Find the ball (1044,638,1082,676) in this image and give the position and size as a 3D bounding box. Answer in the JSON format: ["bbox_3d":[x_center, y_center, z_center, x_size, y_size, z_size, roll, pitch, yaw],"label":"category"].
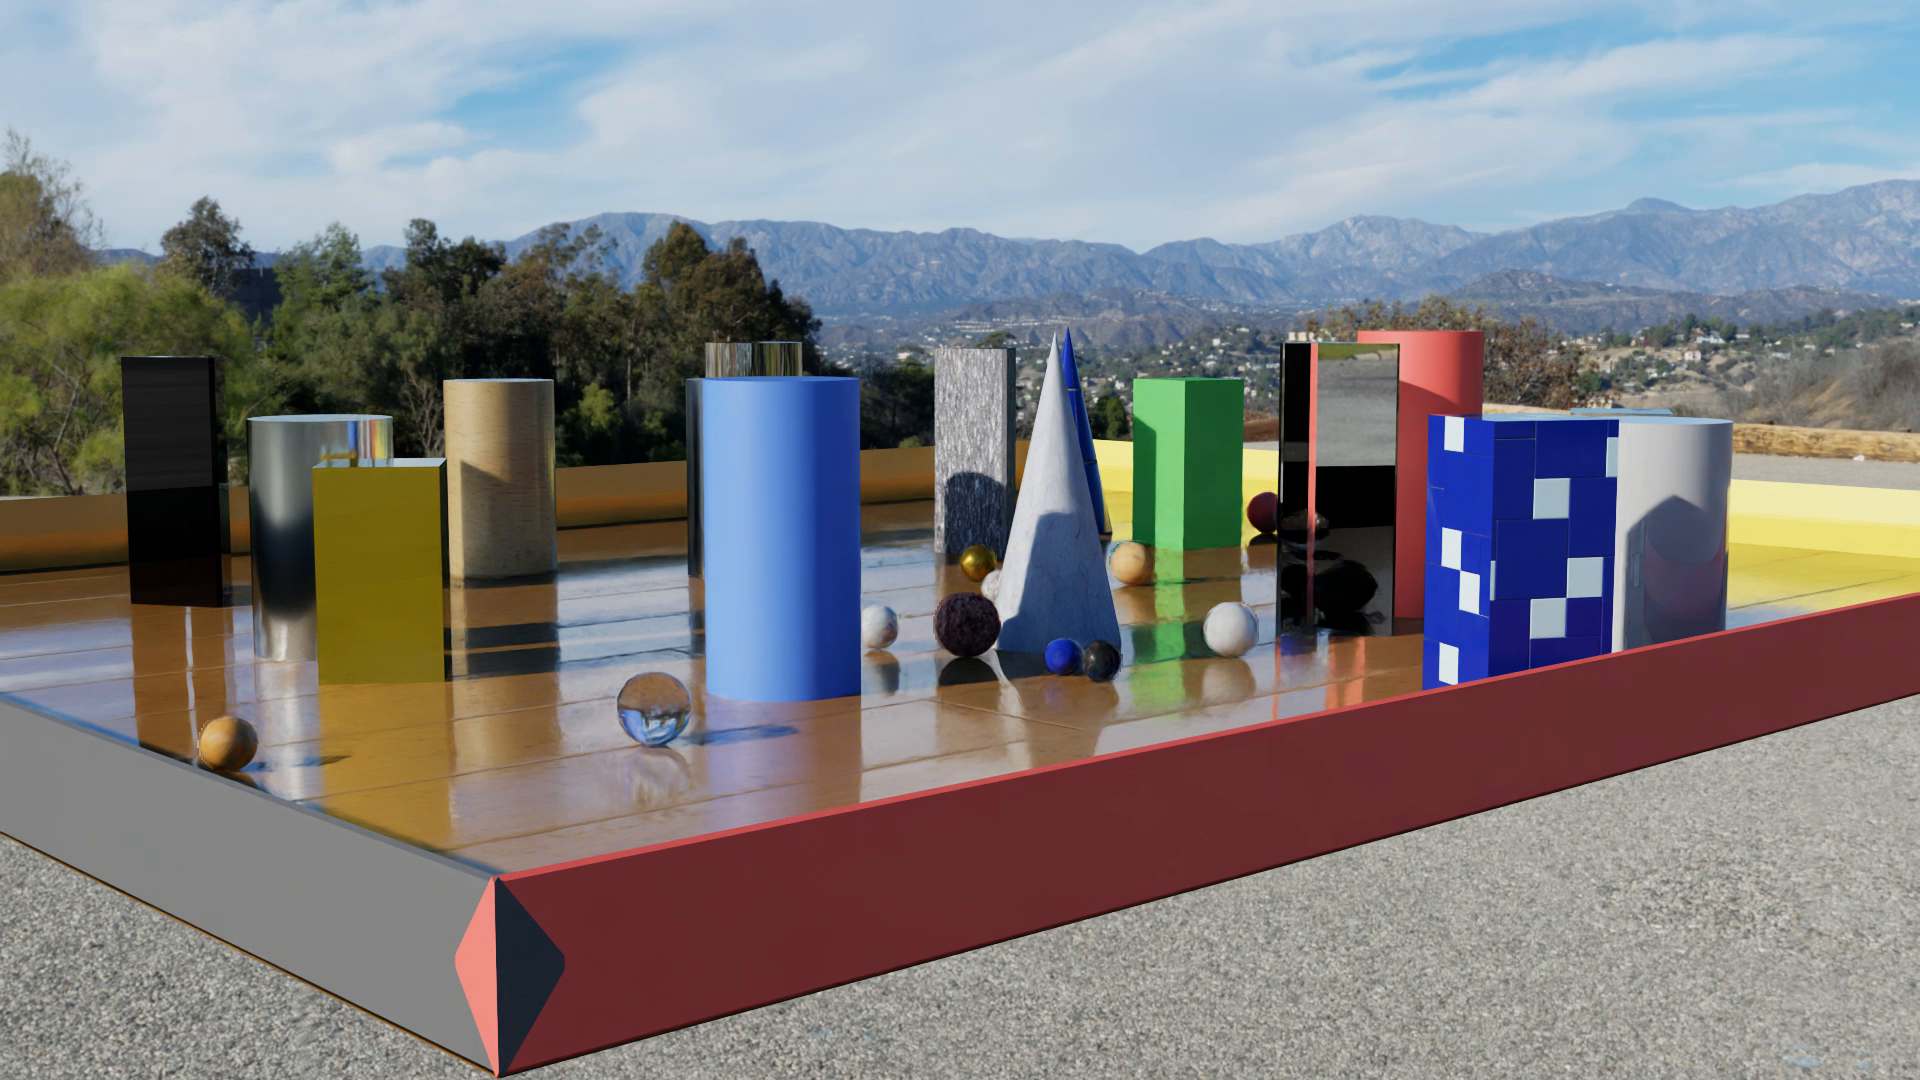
[{"bbox_3d":[0.124,0.140,2.649,0.046,0.046,0.046,0,6,0],"label":"ball"}]

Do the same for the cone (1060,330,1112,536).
[{"bbox_3d":[0.210,-0.216,4.296,0.180,0.404,0.180,0,6,0],"label":"cone"}]

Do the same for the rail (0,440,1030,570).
[{"bbox_3d":[-0.899,-0.073,4.301,3.214,0.117,0.045,-6,8,-42],"label":"rail"}]

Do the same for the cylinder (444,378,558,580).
[{"bbox_3d":[-0.762,-0.105,3.652,0.180,0.320,0.180,0,6,0],"label":"cylinder"}]

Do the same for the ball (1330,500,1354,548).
[{"bbox_3d":[0.723,-0.030,4.047,0.086,0.086,0.086,0,6,0],"label":"ball"}]

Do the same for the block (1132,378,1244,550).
[{"bbox_3d":[0.422,-0.145,4.081,0.144,0.308,0.144,-4,7,-35],"label":"block"}]

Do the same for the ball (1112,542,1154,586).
[{"bbox_3d":[0.275,0.038,3.493,0.069,0.069,0.069,0,6,0],"label":"ball"}]

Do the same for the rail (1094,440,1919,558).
[{"bbox_3d":[1.164,-0.084,4.400,0.045,0.117,2.698,-6,8,-42],"label":"rail"}]

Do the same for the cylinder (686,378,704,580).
[{"bbox_3d":[-0.361,-0.104,3.629,0.180,0.323,0.180,0,6,0],"label":"cylinder"}]

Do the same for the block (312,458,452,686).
[{"bbox_3d":[-0.693,0.035,2.649,0.144,0.256,0.144,-1,6,-9],"label":"block"}]

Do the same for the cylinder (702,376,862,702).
[{"bbox_3d":[-0.205,-0.006,2.543,0.180,0.360,0.180,0,6,0],"label":"cylinder"}]

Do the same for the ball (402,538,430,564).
[{"bbox_3d":[-0.935,0.018,3.784,0.047,0.047,0.047,0,6,0],"label":"ball"}]

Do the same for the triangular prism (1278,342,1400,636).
[{"bbox_3d":[0.507,-0.073,3.011,0.156,0.394,0.135,0,6,1],"label":"triangular prism"}]

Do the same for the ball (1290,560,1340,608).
[{"bbox_3d":[0.522,0.065,3.232,0.072,0.072,0.072,0,6,0],"label":"ball"}]

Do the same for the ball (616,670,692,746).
[{"bbox_3d":[-0.310,0.170,2.228,0.076,0.076,0.076,0,6,0],"label":"ball"}]

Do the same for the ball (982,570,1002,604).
[{"bbox_3d":[0.057,0.071,3.270,0.052,0.052,0.052,0,6,0],"label":"ball"}]

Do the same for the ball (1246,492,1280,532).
[{"bbox_3d":[0.602,-0.054,4.307,0.080,0.080,0.080,0,6,0],"label":"ball"}]

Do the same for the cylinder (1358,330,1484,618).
[{"bbox_3d":[0.667,-0.100,3.205,0.180,0.406,0.180,0,6,0],"label":"cylinder"}]

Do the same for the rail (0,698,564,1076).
[{"bbox_3d":[-1.164,0.145,2.265,0.045,0.117,2.698,-6,8,-42],"label":"rail"}]

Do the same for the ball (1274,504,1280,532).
[{"bbox_3d":[0.638,-0.042,4.189,0.080,0.080,0.080,0,6,0],"label":"ball"}]

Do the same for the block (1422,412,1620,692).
[{"bbox_3d":[0.597,0.031,2.354,0.144,0.326,0.144,-2,6,-15],"label":"block"}]

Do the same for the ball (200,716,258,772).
[{"bbox_3d":[-0.700,0.195,2.106,0.053,0.053,0.053,0,6,0],"label":"ball"}]

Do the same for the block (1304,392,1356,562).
[{"bbox_3d":[0.706,-0.113,3.875,0.144,0.289,0.144,4,7,35],"label":"block"}]

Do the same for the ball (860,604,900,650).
[{"bbox_3d":[-0.107,0.112,2.849,0.058,0.058,0.058,0,6,0],"label":"ball"}]

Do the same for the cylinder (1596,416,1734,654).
[{"bbox_3d":[0.830,0.009,2.647,0.180,0.307,0.180,0,6,0],"label":"cylinder"}]

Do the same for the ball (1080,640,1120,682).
[{"bbox_3d":[0.166,0.143,2.609,0.048,0.048,0.048,0,6,0],"label":"ball"}]

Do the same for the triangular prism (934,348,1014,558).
[{"bbox_3d":[0.057,-0.162,3.964,0.156,0.367,0.135,5,8,37],"label":"triangular prism"}]

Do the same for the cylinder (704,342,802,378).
[{"bbox_3d":[-0.381,-0.178,4.071,0.180,0.375,0.180,0,6,0],"label":"cylinder"}]

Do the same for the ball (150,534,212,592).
[{"bbox_3d":[-1.214,0.035,3.424,0.090,0.090,0.090,0,6,0],"label":"ball"}]

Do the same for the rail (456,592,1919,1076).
[{"bbox_3d":[0.899,0.134,2.364,3.214,0.117,0.045,-6,8,-42],"label":"rail"}]

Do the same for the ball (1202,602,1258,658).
[{"bbox_3d":[0.342,0.113,2.785,0.070,0.070,0.070,0,6,0],"label":"ball"}]

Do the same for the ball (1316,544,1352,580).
[{"bbox_3d":[0.605,0.036,3.558,0.059,0.059,0.059,0,6,0],"label":"ball"}]

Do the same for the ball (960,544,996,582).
[{"bbox_3d":[0.029,0.037,3.551,0.059,0.059,0.059,0,6,0],"label":"ball"}]

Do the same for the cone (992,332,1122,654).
[{"bbox_3d":[0.124,-0.068,2.883,0.180,0.411,0.180,0,6,0],"label":"cone"}]

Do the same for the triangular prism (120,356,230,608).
[{"bbox_3d":[-1.146,-0.092,3.310,0.156,0.368,0.135,2,6,17],"label":"triangular prism"}]

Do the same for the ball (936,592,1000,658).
[{"bbox_3d":[0.010,0.107,2.783,0.083,0.083,0.083,0,6,0],"label":"ball"}]

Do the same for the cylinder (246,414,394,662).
[{"bbox_3d":[-0.818,-0.007,2.827,0.180,0.300,0.180,0,6,0],"label":"cylinder"}]

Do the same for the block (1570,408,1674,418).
[{"bbox_3d":[0.988,-0.051,3.306,0.144,0.286,0.144,2,6,15],"label":"block"}]
